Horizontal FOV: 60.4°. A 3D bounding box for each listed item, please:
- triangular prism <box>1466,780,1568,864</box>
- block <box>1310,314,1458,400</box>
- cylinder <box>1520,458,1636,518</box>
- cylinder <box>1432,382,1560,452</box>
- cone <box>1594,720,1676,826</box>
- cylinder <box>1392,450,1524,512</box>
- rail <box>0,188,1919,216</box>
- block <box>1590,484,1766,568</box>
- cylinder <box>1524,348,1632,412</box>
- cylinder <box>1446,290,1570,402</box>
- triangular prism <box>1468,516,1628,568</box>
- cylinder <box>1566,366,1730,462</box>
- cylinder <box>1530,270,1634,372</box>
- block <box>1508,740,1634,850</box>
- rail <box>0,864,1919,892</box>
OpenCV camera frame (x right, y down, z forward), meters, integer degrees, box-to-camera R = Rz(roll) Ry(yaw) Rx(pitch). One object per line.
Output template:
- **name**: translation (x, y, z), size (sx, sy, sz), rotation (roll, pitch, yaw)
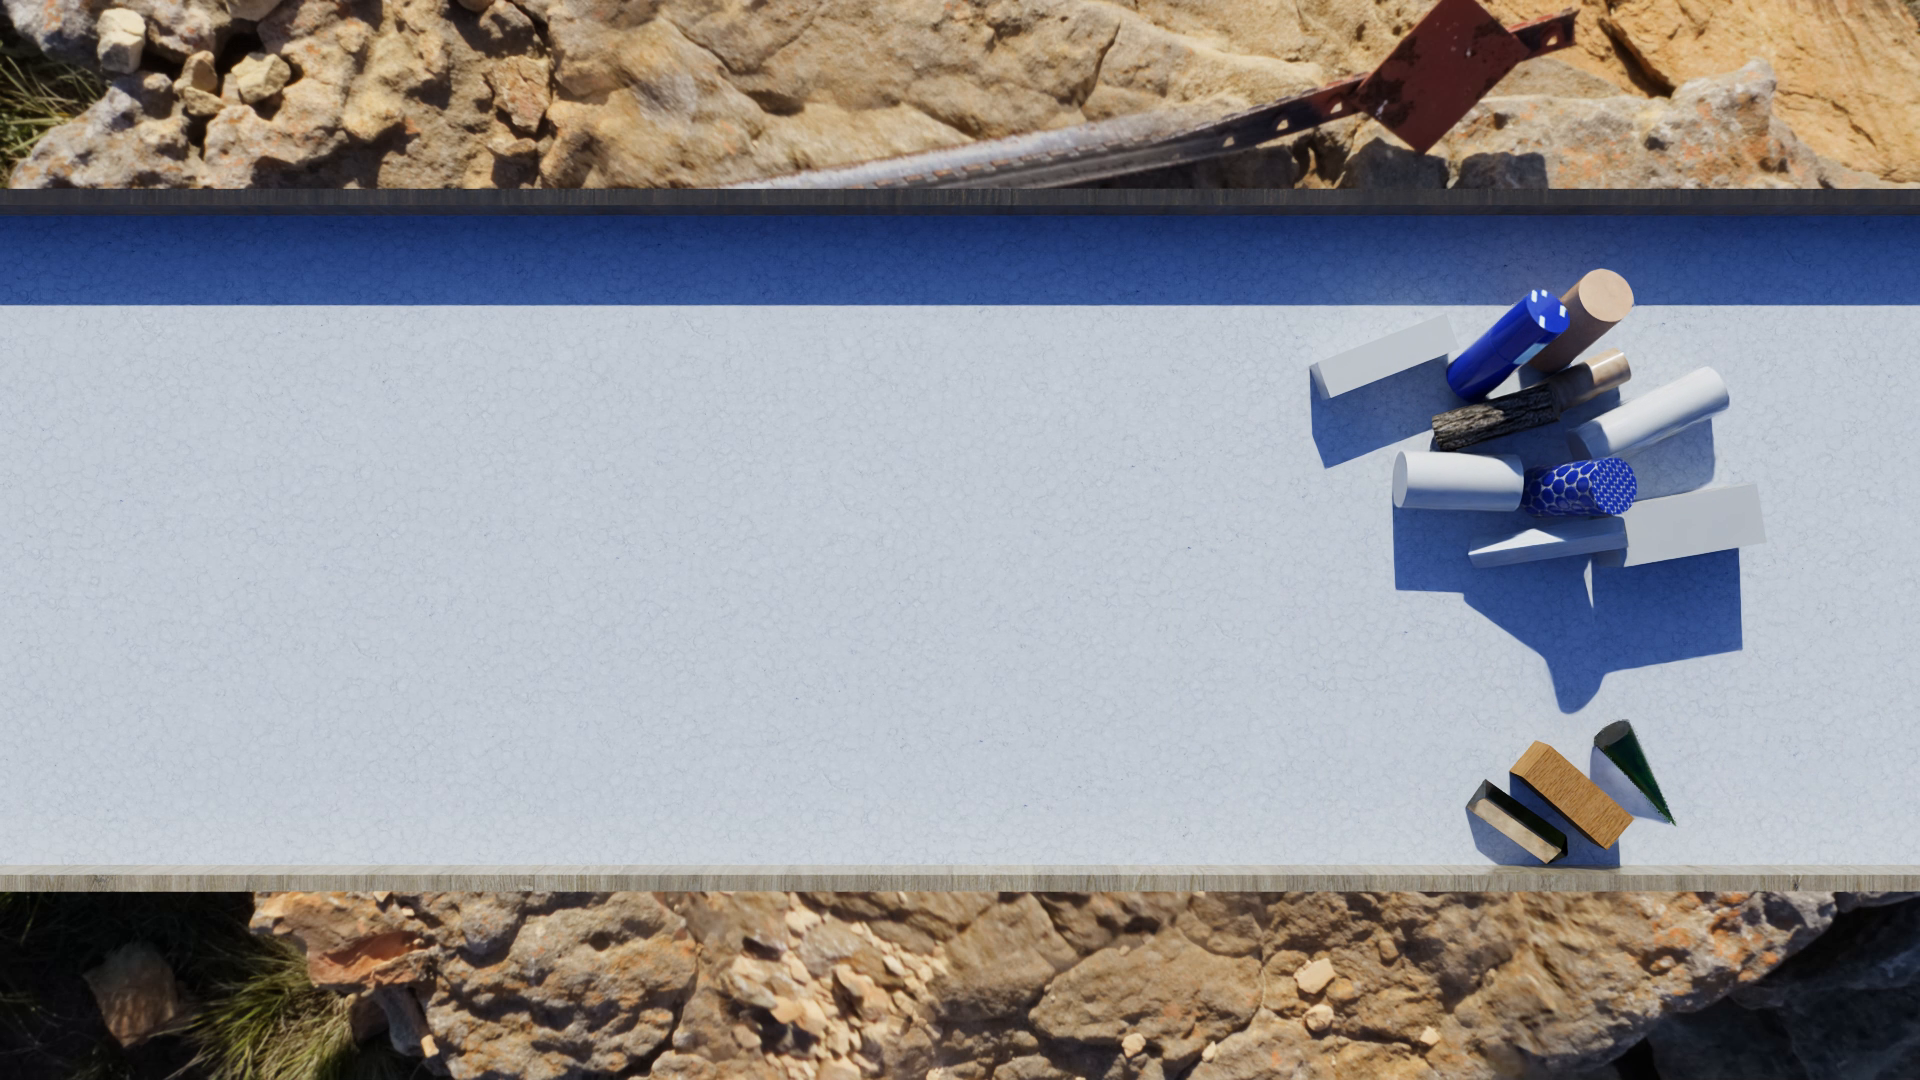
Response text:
- **triangular prism**: translation (1.710, 0.866, 5.028), size (0.305, 0.091, 0.105), rotation (35, 90, 0)
- **block**: translation (1.289, -0.555, 5.019), size (0.415, 0.114, 0.114), rotation (-21, 90, 0)
- **cylinder**: translation (1.832, -0.151, 4.903), size (0.165, 0.308, 0.165), rotation (1, 88, -22)
- **cylinder**: translation (1.605, -0.365, 4.941), size (0.347, 0.118, 0.118), rotation (-16, 90, 29)
- **cone**: translation (2.096, 0.736, 5.047), size (0.121, 0.121, 0.376), rotation (-37, 99, 0)
- **cylinder**: translation (1.504, -0.178, 4.991), size (0.345, 0.172, 0.172), rotation (2, 90, 0)
- **rail**: translation (-2.247, -1.025, 5.002), size (12.000, 0.150, 0.050), rotation (0, 90, 0)
- **block**: translation (2.166, -0.043, 4.988), size (0.437, 0.178, 0.178), rotation (-10, 90, 0)
- **cylinder**: translation (1.847, -0.459, 5.020), size (0.360, 0.114, 0.114), rotation (-25, 90, 0)
- **cylinder**: translation (1.615, -0.569, 4.879), size (0.149, 0.379, 0.149), rotation (11, 59, -19)
- **triangular prism**: translation (1.758, 0.010, 4.942), size (0.444, 0.082, 0.095), rotation (-10, 90, 25)
- **cylinder**: translation (2.085, -0.363, 5.003), size (0.450, 0.147, 0.147), rotation (-25, 90, 0)
- **cylinder**: translation (1.817, -0.643, 4.873), size (0.163, 0.375, 0.163), rotation (2, 73, -6)
- **block**: translation (1.857, 0.774, 5.014), size (0.336, 0.126, 0.126), rotation (41, 90, 0)
- **rail**: translation (-2.247, 1.025, 5.001), size (12.000, 0.150, 0.050), rotation (0, 90, 0)
